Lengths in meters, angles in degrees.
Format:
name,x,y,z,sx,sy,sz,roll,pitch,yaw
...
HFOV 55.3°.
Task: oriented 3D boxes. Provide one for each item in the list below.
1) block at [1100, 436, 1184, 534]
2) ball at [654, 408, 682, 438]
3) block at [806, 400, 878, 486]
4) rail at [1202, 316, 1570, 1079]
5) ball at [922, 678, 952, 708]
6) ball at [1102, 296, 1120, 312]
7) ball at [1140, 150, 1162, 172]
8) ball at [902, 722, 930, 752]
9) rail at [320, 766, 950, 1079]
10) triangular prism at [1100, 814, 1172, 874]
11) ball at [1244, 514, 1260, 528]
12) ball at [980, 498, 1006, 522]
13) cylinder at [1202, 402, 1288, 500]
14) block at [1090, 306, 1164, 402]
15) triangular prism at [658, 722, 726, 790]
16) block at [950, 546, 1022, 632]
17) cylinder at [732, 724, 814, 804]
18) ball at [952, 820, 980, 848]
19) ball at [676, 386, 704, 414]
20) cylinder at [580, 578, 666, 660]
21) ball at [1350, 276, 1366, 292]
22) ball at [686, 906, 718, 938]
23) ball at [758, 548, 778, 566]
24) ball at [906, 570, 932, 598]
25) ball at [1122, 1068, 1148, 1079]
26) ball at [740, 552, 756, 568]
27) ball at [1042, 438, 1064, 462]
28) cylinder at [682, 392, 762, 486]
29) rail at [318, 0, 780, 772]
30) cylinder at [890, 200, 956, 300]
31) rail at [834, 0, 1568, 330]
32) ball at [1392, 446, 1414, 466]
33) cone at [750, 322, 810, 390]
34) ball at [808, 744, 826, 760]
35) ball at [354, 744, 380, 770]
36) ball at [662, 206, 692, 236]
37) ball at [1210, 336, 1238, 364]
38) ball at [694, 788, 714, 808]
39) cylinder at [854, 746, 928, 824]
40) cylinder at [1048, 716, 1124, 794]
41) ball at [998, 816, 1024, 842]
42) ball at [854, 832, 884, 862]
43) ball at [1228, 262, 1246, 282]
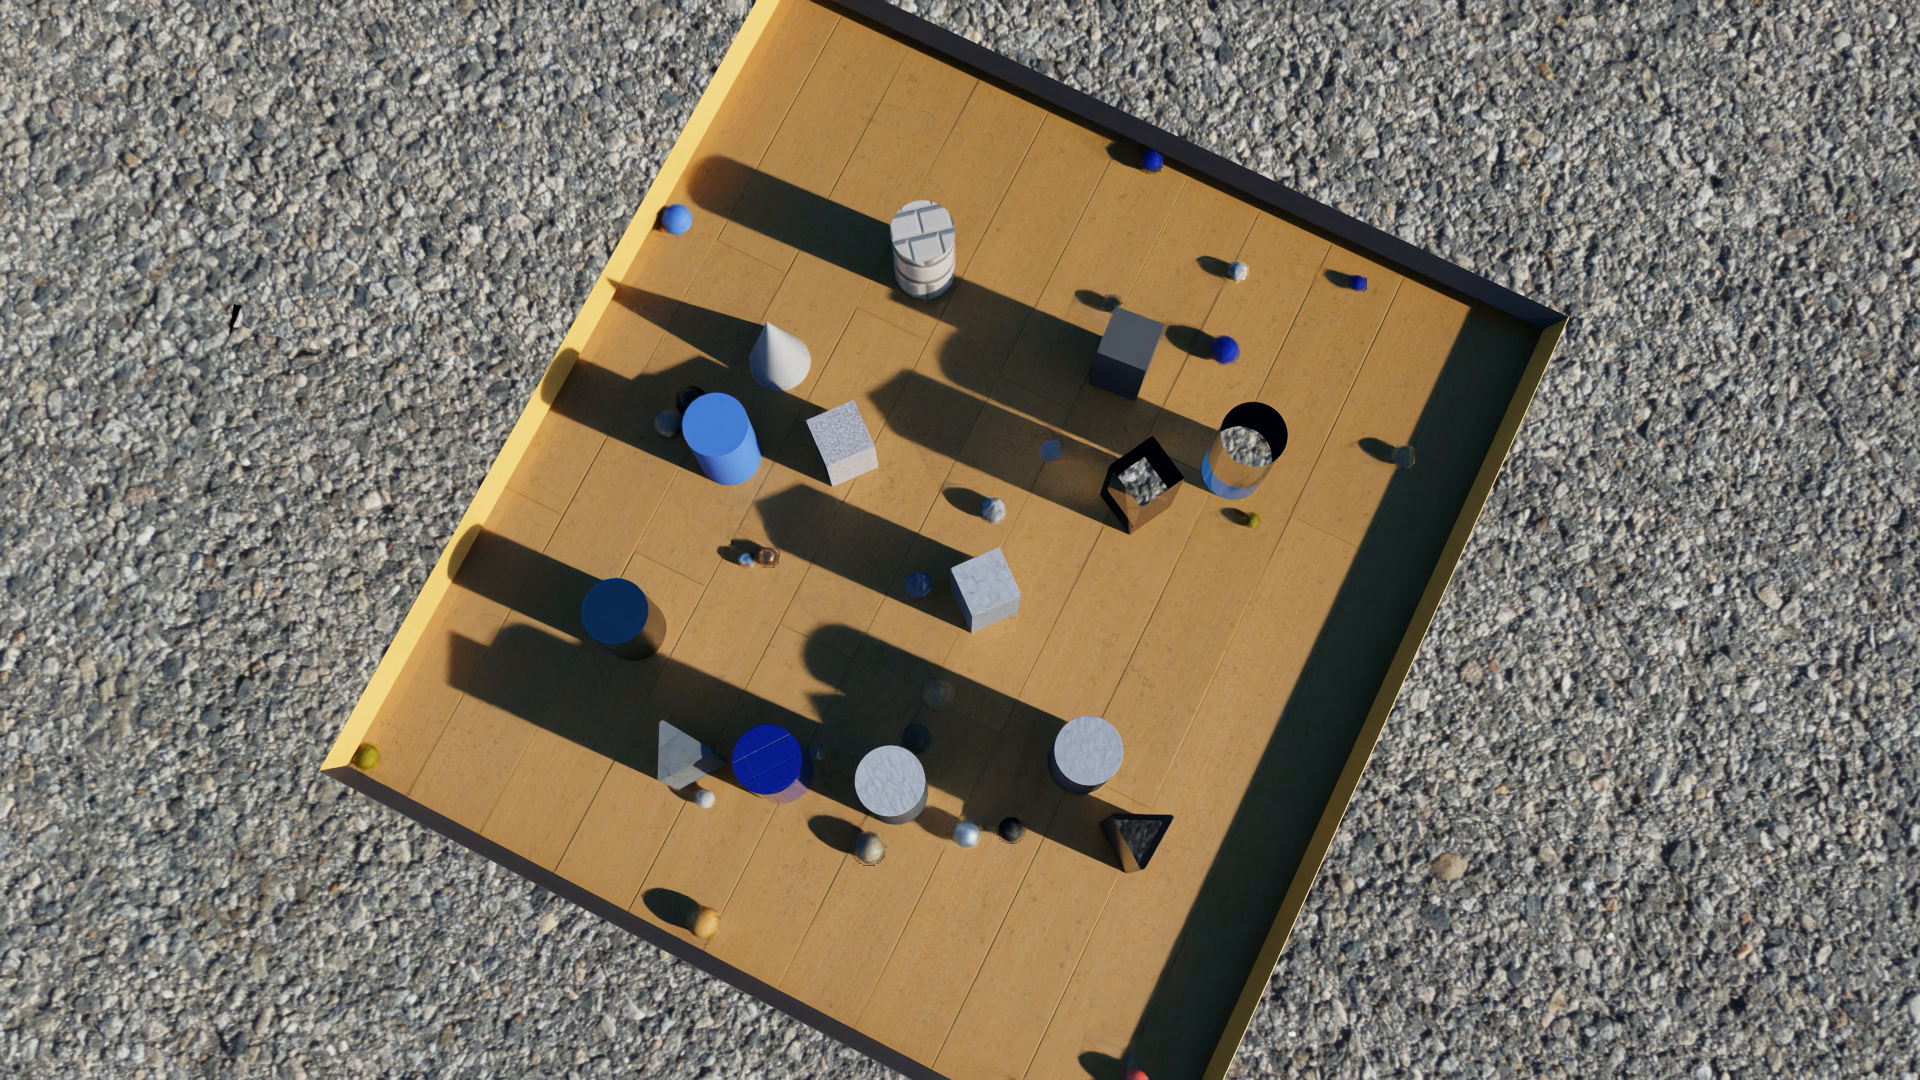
name,x,y,z,sx,sy,sz,roll,pitch,yaw
block,0.539,-0.159,5.458,0.155,0.374,0.155,-34,80,-7
ball,-0.897,-0.361,5.647,0.087,0.087,0.087,0,78,0
block,-0.354,-0.290,5.544,0.155,0.259,0.155,-24,79,-5
rail,1.199,0.594,5.428,0.045,0.126,2.917,26,80,5
ball,-0.069,0.457,5.474,0.095,0.095,0.095,0,78,0
ball,0.474,-0.739,5.741,0.055,0.055,0.055,0,78,0
ball,0.608,-1.208,5.831,0.069,0.069,0.069,0,78,0
ball,-0.130,0.587,5.451,0.086,0.086,0.086,0,78,0
rail,-0.642,1.263,5.290,2.729,0.126,0.045,26,80,5
triangular prism,0.477,0.832,5.214,0.145,0.452,0.167,31,80,6
ball,0.893,-0.059,5.606,0.045,0.045,0.045,0,78,0
ball,0.101,-0.094,5.598,0.075,0.075,0.075,0,78,0
cylinder,0.842,-0.260,5.455,0.193,0.421,0.193,0,78,0
block,0.503,-0.562,5.566,0.155,0.326,0.155,22,79,4
triangular prism,-0.803,0.605,5.306,0.167,0.364,0.145,-29,80,-6
block,0.074,0.151,5.426,0.155,0.313,0.155,-23,79,-5
cylinder,-0.534,0.649,5.271,0.193,0.413,0.193,0,78,0
ball,0.017,0.865,5.396,0.080,0.080,0.080,0,78,0
ball,-0.827,-0.426,5.655,0.097,0.097,0.097,0,78,0
cylinder,-0.987,0.237,5.398,0.193,0.331,0.193,0,78,0
ball,1.249,-0.807,5.758,0.049,0.049,0.049,0,78,0
ball,-0.749,1.113,5.339,0.092,0.092,0.092,0,78,0
ball,-0.585,0.051,5.576,0.058,0.058,0.058,0,78,0
ball,-0.123,0.134,5.547,0.081,0.081,0.081,0,78,0
ball,0.502,1.557,5.254,0.078,0.078,0.078,0,78,0
ball,-0.648,0.062,5.579,0.048,0.048,0.048,0,78,0
ball,0.284,-0.277,5.638,0.070,0.070,0.070,0,78,0
cylinder,-0.711,-0.299,5.494,0.193,0.360,0.193,0,78,0
rail,-1.199,-0.581,5.672,0.045,0.126,2.917,26,80,5
cylinder,-0.111,-0.886,5.624,0.193,0.344,0.193,0,78,0
rail,0.642,-1.250,5.810,2.729,0.126,0.045,26,80,5
ball,1.363,-0.258,5.637,0.064,0.064,0.064,0,78,0
cone,-0.564,-0.599,5.541,0.193,0.390,0.193,0,78,0
ball,-0.427,0.631,5.461,0.049,0.049,0.049,0,78,0
ball,-1.762,0.645,5.444,0.076,0.076,0.076,0,78,0
ball,-0.894,-1.007,5.777,0.094,0.094,0.094,0,78,0
ball,0.821,-0.592,5.694,0.087,0.087,0.087,0,78,0
ball,-0.756,0.766,5.428,0.058,0.058,0.058,0,78,0
cylinder,-0.192,0.705,5.235,0.193,0.461,0.193,0,78,0
cylinder,0.359,0.625,5.292,0.193,0.382,0.193,0,78,0
ball,0.150,0.852,5.403,0.073,0.073,0.073,0,78,0
ball,-0.267,0.903,5.384,0.089,0.089,0.089,0,78,0
ball,0.871,-0.843,5.760,0.060,0.060,0.060,0,78,0
